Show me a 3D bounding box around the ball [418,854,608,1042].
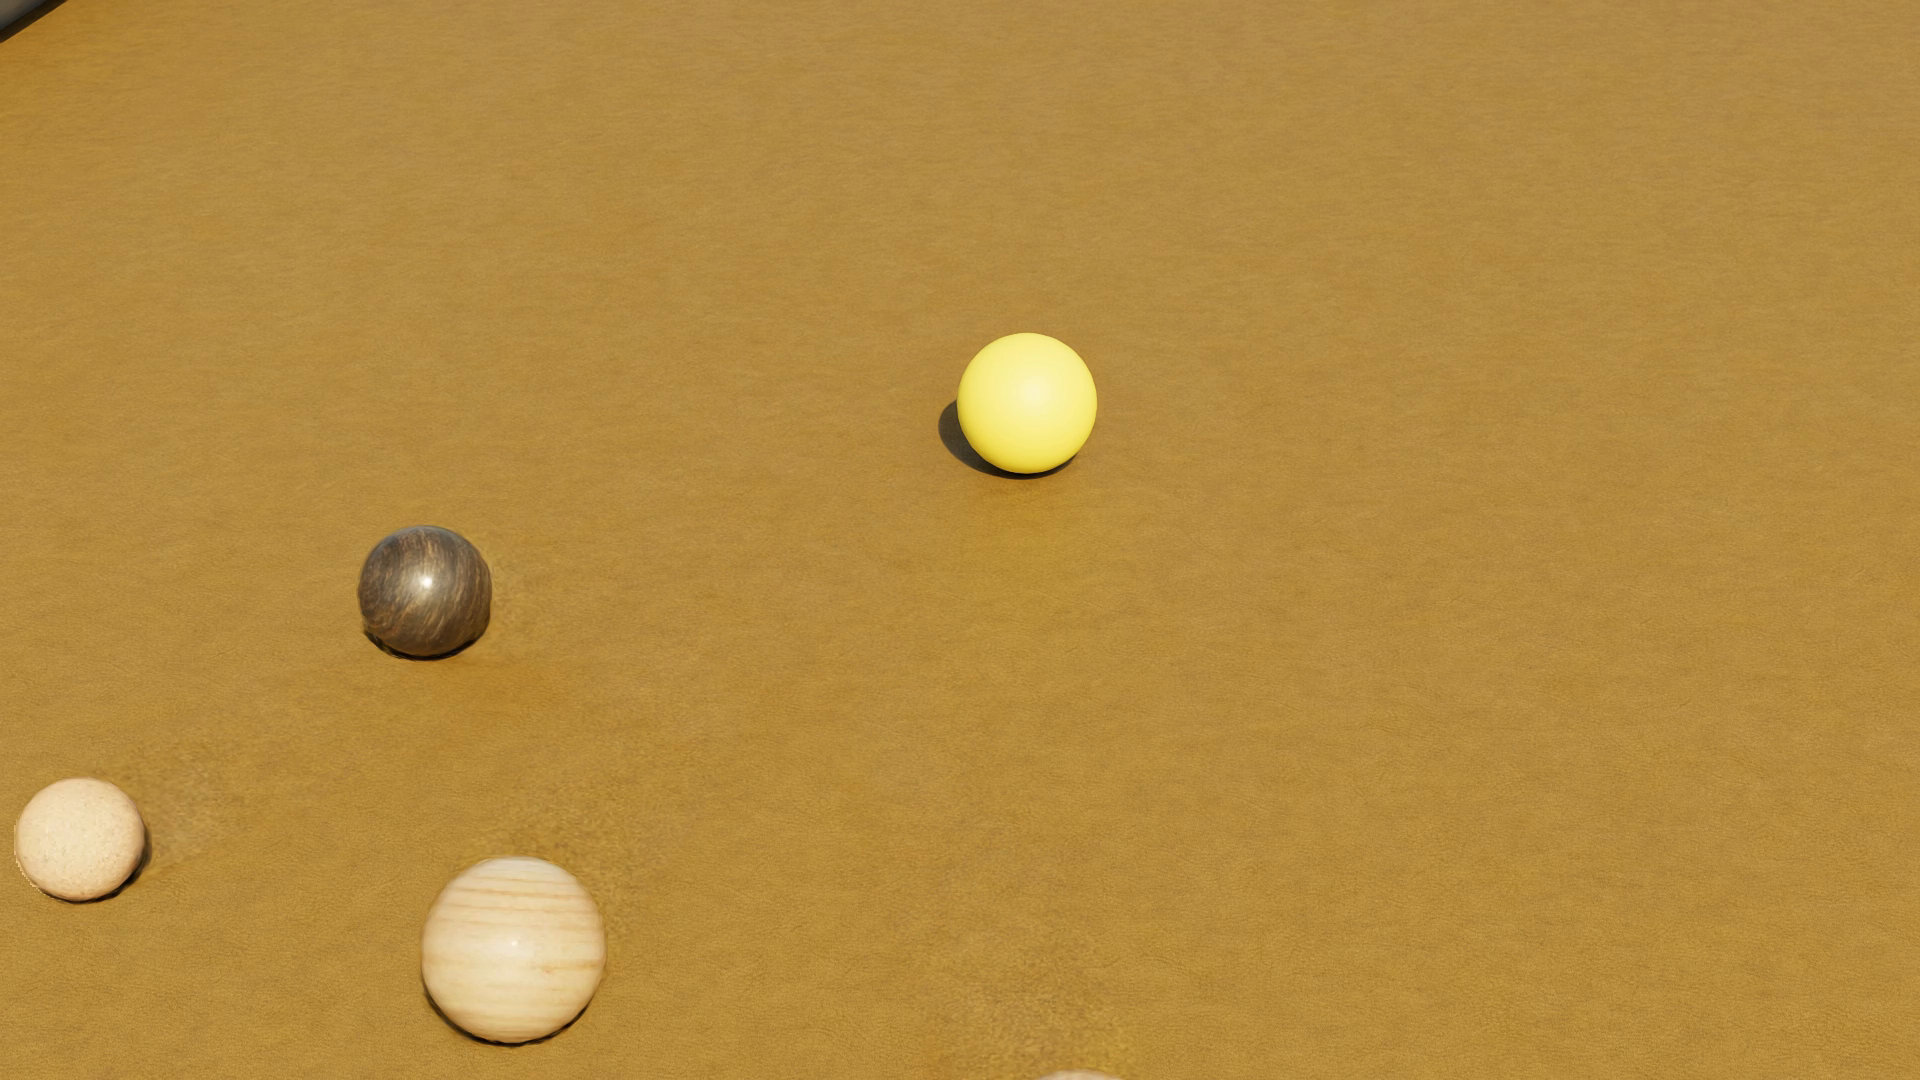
[{"bbox_3d":[-0.201,0.184,1.327,0.084,0.084,0.084,0,29,0],"label":"ball"}]

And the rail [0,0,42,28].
[{"bbox_3d":[-0.766,-0.571,2.655,0.045,0.112,3.736,7,30,12],"label":"rail"}]

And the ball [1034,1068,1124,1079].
[{"bbox_3d":[0.049,0.256,1.204,0.078,0.078,0.078,0,29,0],"label":"ball"}]

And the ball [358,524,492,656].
[{"bbox_3d":[-0.294,0.028,1.620,0.072,0.072,0.072,0,29,0],"label":"ball"}]

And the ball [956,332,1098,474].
[{"bbox_3d":[0.041,-0.084,1.807,0.087,0.087,0.087,0,29,0],"label":"ball"}]

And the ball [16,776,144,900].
[{"bbox_3d":[-0.426,0.144,1.423,0.060,0.060,0.060,0,29,0],"label":"ball"}]
